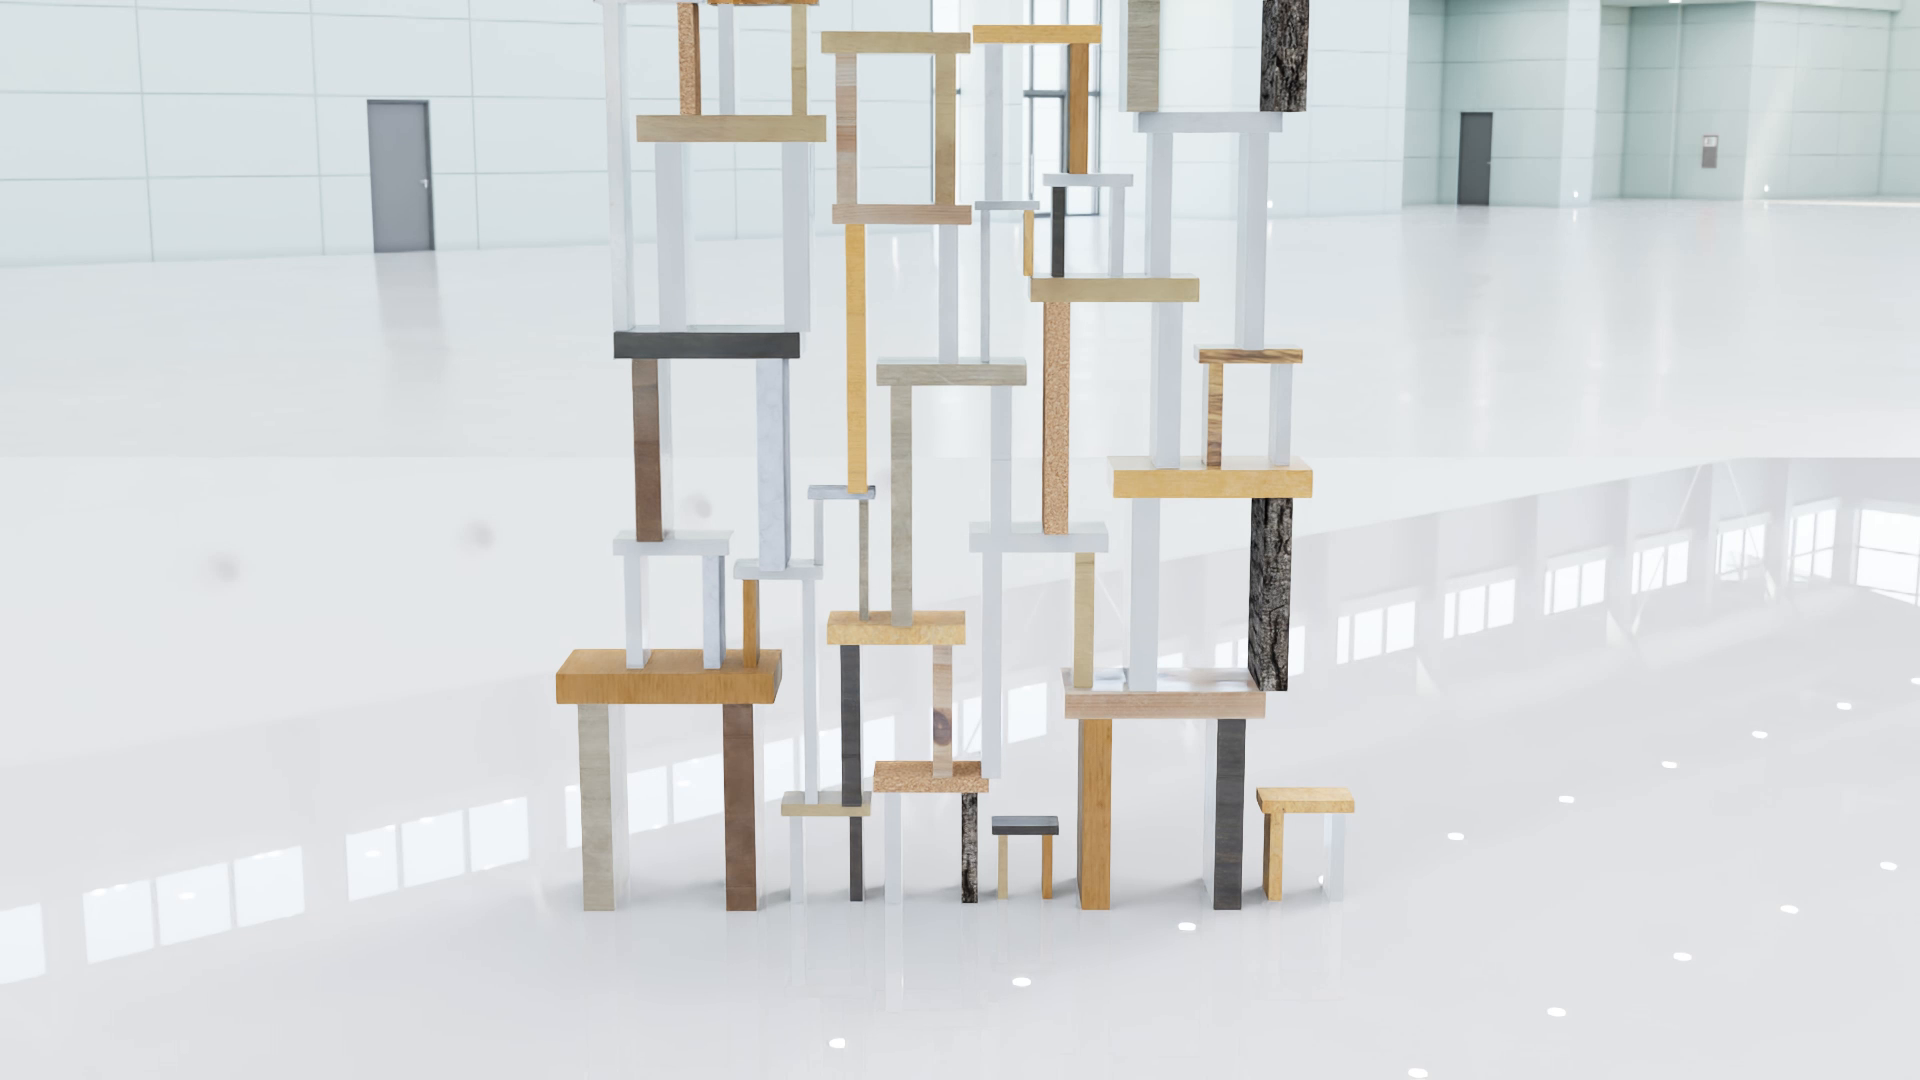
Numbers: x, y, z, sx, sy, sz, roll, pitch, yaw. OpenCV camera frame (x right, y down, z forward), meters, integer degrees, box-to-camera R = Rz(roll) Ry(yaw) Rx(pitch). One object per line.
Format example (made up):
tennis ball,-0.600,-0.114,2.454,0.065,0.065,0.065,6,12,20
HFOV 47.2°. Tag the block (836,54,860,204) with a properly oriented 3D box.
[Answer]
block,-0.175,-0.643,3.439,0.032,0.229,0.114,0,11,0

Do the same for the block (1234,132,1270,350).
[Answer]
block,0.459,-0.472,3.467,0.031,0.335,0.111,0,11,0

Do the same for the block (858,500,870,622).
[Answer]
block,-0.155,0.028,3.569,0.015,0.200,0.054,0,11,0

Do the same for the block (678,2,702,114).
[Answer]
block,-0.420,-0.747,3.418,0.024,0.169,0.085,0,10,0

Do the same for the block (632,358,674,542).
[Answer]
block,-0.492,-0.153,3.531,0.041,0.291,0.145,0,10,0

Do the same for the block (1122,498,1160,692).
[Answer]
block,0.294,0.074,3.573,0.044,0.314,0.157,0,11,0

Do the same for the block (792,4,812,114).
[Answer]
block,-0.247,-0.746,3.419,0.024,0.167,0.084,0,10,0

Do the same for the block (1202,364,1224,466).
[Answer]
block,0.404,-0.205,3.524,0.023,0.164,0.082,0,11,0

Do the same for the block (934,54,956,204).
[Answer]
block,-0.023,-0.643,3.441,0.032,0.229,0.114,0,11,0

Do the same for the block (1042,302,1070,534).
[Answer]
block,0.153,-0.201,3.518,0.037,0.368,0.131,0,11,0

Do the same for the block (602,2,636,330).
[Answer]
block,-0.534,-0.583,3.448,0.024,0.502,0.085,0,10,0

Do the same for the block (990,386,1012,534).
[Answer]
block,0.065,-0.137,3.531,0.034,0.237,0.118,0,11,0

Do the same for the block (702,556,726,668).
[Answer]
block,-0.400,0.108,3.577,0.026,0.186,0.093,0,11,0

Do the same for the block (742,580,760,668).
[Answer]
block,-0.339,0.128,3.579,0.021,0.145,0.072,0,10,0

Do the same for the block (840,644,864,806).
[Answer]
block,-0.177,0.291,3.616,0.032,0.271,0.112,0,11,0

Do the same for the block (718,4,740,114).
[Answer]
block,-0.359,-0.746,3.420,0.024,0.167,0.084,0,10,0

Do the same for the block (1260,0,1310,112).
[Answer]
block,0.504,-0.836,3.405,0.048,0.340,0.170,0,11,0

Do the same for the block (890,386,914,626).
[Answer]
block,-0.093,-0.063,3.544,0.034,0.388,0.118,0,11,0

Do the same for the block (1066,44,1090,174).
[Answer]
block,0.184,-0.672,3.431,0.028,0.197,0.099,0,11,0

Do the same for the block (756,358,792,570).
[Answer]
block,-0.299,-0.130,3.537,0.041,0.338,0.145,0,11,0

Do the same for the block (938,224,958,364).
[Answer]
block,-0.018,-0.393,3.486,0.031,0.217,0.108,0,11,0

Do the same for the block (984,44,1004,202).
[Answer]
block,0.052,-0.651,3.433,0.028,0.239,0.099,0,11,0

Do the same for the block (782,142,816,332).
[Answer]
block,-0.253,-0.480,3.473,0.041,0.292,0.146,0,10,0

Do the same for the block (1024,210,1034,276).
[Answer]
block,0.108,-0.470,3.475,0.015,0.103,0.051,0,11,0

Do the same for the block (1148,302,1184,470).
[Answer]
block,0.328,-0.253,3.509,0.037,0.263,0.131,0,11,0

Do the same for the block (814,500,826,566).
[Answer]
block,-0.227,-0.017,3.561,0.015,0.107,0.054,0,11,0

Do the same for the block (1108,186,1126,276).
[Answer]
block,0.247,-0.488,3.471,0.020,0.139,0.070,0,11,0

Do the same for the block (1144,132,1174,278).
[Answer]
block,0.312,-0.527,3.456,0.031,0.222,0.111,0,11,0

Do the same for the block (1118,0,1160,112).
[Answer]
block,0.277,-0.836,3.403,0.048,0.340,0.170,0,11,0

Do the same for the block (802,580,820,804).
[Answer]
block,-0.243,0.242,3.600,0.021,0.375,0.072,0,11,0

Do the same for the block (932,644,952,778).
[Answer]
block,-0.028,0.268,3.612,0.032,0.223,0.112,0,10,0

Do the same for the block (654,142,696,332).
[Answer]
block,-0.448,-0.480,3.473,0.041,0.292,0.146,0,10,0

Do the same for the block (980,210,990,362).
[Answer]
block,0.040,-0.404,3.487,0.015,0.237,0.051,0,11,0

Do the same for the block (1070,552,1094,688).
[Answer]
block,0.199,0.119,3.582,0.031,0.222,0.111,0,11,0

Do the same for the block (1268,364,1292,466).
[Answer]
block,0.513,-0.206,3.525,0.023,0.164,0.082,0,11,0

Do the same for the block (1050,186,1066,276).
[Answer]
block,0.154,-0.488,3.471,0.020,0.139,0.070,0,11,0

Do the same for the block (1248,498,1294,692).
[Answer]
block,0.503,0.074,3.574,0.044,0.314,0.157,0,11,0

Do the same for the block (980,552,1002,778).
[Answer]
block,0.051,0.194,3.596,0.031,0.374,0.111,0,11,0

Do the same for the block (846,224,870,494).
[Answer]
block,-0.163,-0.292,3.505,0.031,0.423,0.108,0,11,0
